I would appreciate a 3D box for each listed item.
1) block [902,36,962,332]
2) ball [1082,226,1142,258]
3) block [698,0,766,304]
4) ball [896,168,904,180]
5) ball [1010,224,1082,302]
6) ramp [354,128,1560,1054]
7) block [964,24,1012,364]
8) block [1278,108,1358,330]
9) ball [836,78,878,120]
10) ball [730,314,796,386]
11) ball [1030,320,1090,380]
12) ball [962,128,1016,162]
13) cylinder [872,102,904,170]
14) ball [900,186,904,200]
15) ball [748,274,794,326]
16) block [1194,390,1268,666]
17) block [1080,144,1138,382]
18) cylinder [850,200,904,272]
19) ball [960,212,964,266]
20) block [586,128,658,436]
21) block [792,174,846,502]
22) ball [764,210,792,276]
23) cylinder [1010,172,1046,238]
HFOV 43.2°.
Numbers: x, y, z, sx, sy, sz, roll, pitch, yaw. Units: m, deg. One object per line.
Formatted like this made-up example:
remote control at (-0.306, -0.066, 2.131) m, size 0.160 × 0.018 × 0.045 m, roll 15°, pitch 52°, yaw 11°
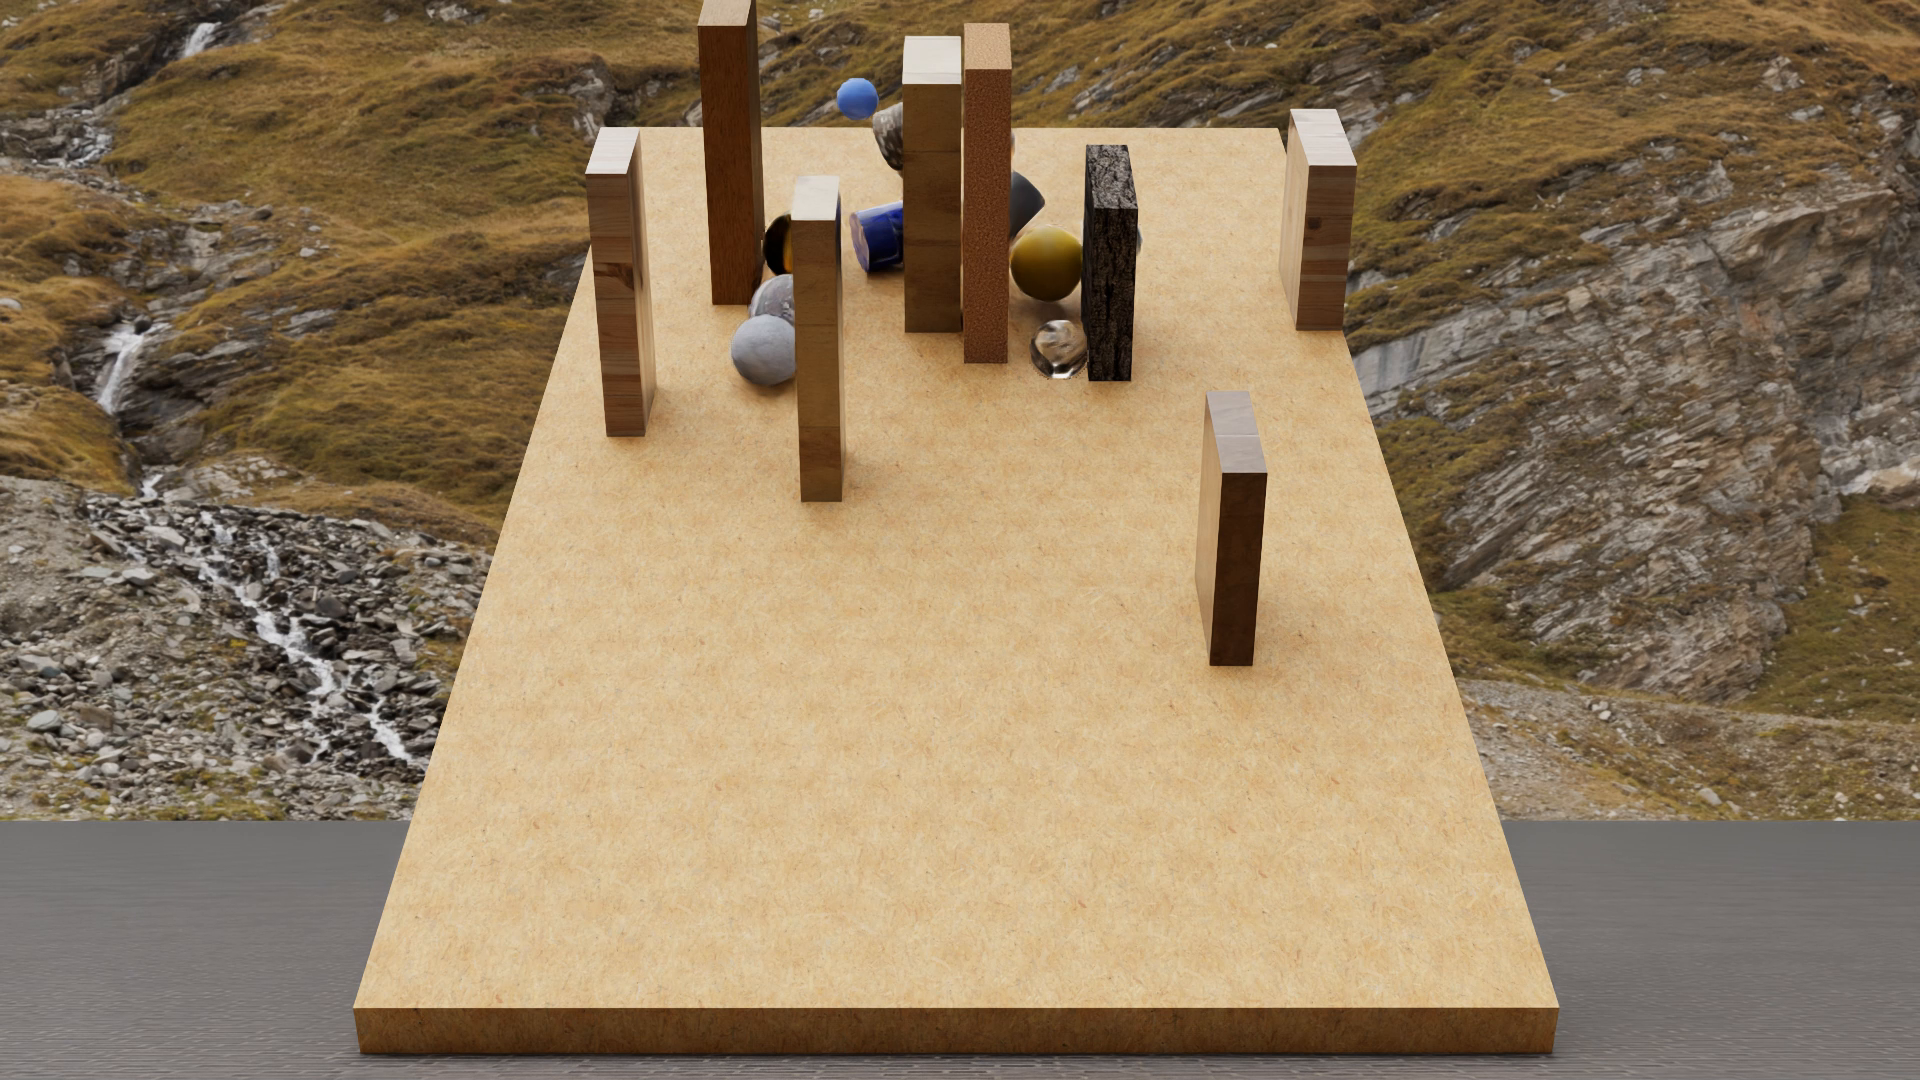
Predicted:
block at (-0.070, -0.907, 6.200) m, size 0.143 × 0.667 × 0.346 m, roll 0°, pitch 31°, yaw 0°
ball at (0.397, -0.780, 6.325) m, size 0.155 × 0.155 × 0.155 m, roll 0°, pitch -6°, yaw 0°
block at (-0.589, -1.029, 6.315) m, size 0.119 × 0.756 × 0.343 m, roll 0°, pitch 31°, yaw 0°
ball at (-0.120, -1.097, 7.038) m, size 0.137 × 0.137 × 0.137 m, roll 0°, pitch -6°, yaw 0°
ball at (0.229, -0.721, 6.324) m, size 0.199 × 0.199 × 0.199 m, roll 0°, pitch -6°, yaw 0°
ramp at (-0.014, -0.203, 5.767) m, size 2.000 × 0.100 × 4.000 m, roll 0°, pitch 31°, yaw 0°
block at (0.065, -0.856, 6.016) m, size 0.109 × 0.768 × 0.328 m, roll 0°, pitch 31°, yaw 0°
block at (0.922, -0.832, 6.290) m, size 0.119 × 0.453 × 0.388 m, roll 0°, pitch 31°, yaw 0°
ball at (-0.286, -1.230, 6.767) m, size 0.117 × 0.117 × 0.117 m, roll 0°, pitch -6°, yaw 0°
ball at (-0.474, -0.465, 5.937) m, size 0.173 × 0.173 × 0.173 m, roll 0°, pitch -6°, yaw 0°
ball at (0.244, -0.469, 5.976) m, size 0.147 × 0.147 × 0.147 m, roll 0°, pitch -6°, yaw 0°
ball at (0.072, -1.068, 6.563) m, size 0.159 × 0.159 × 0.159 m, roll 0°, pitch -6°, yaw 0°
cylinder at (-0.123, -1.081, 6.403) m, size 0.162 × 0.162 × 0.162 m, roll -19°, pitch -13°, yaw 19°
ball at (-0.100, -0.954, 6.797) m, size 0.138 × 0.138 × 0.138 m, roll 0°, pitch -6°, yaw 0°
ball at (-0.433, -0.570, 6.081) m, size 0.191 × 0.191 × 0.191 m, roll 0°, pitch -6°, yaw 0°
block at (0.548, -0.026, 4.936) m, size 0.088 × 0.447 × 0.344 m, roll 0°, pitch 31°, yaw 0°
block at (0.369, -0.694, 6.048) m, size 0.104 × 0.459 × 0.409 m, roll 0°, pitch 31°, yaw 0°
cylinder at (-0.193, -0.821, 6.533) m, size 0.163 × 0.163 × 0.163 m, roll -16°, pitch -3°, yaw -14°
ball at (-0.012, -0.810, 6.545) m, size 0.148 × 0.148 × 0.148 m, roll 0°, pitch -6°, yaw 0°
block at (-0.789, -0.601, 5.684) m, size 0.091 × 0.664 × 0.280 m, roll 0°, pitch 31°, yaw 0°
block at (-0.312, -0.445, 5.404) m, size 0.093 × 0.685 × 0.252 m, roll 0°, pitch 31°, yaw 0°
ball at (-0.418, -0.775, 6.428) m, size 0.205 × 0.205 × 0.205 m, roll 0°, pitch -6°, yaw 0°
cylinder at (0.146, -0.925, 6.696) m, size 0.130 × 0.130 × 0.130 m, roll 44°, pitch -6°, yaw 5°
